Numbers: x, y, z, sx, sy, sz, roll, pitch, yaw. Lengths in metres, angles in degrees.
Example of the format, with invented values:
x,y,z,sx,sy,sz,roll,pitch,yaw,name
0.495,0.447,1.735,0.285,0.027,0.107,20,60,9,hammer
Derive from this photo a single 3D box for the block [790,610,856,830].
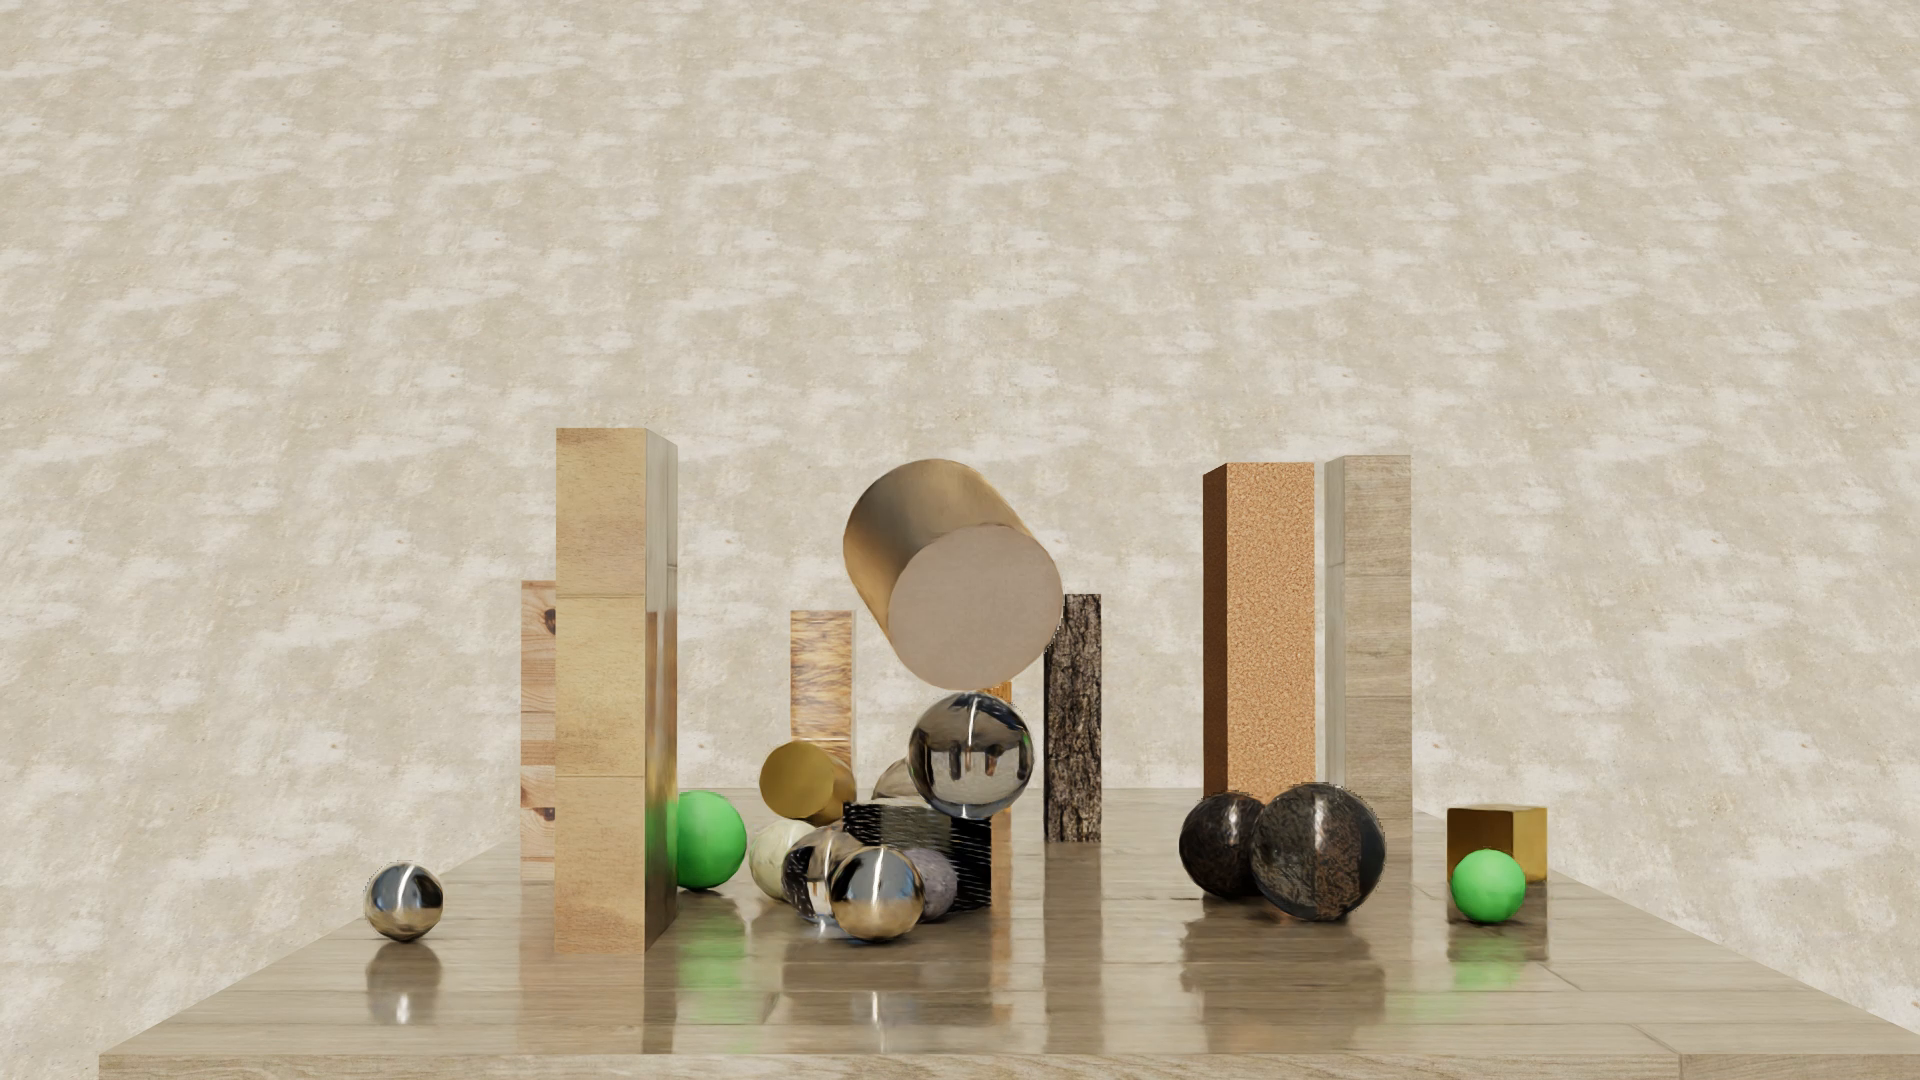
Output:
x,y,z,sx,sy,sz,roll,pitch,yaw,name
-0.290,0.384,5.559,0.128,0.468,0.267,0,-1,0,block

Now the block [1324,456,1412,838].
x,y,z,sx,sy,sz,roll,pitch,yaw,name
0.861,0.223,5.492,0.137,0.788,0.299,0,-1,0,block

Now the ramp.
x,y,z,sx,sy,sz,roll,pitch,yaw,name
0.075,0.650,4.785,2.000,0.100,4.000,0,-1,0,ramp

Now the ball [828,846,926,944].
x,y,z,sx,sy,sz,roll,pitch,yaw,name
-0.118,0.505,3.699,0.138,0.138,0.138,0,34,0,ball

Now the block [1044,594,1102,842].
x,y,z,sx,sy,sz,roll,pitch,yaw,name
0.233,0.364,5.411,0.107,0.502,0.322,0,-1,0,block

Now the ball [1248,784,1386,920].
x,y,z,sx,sy,sz,roll,pitch,yaw,name
0.544,0.477,3.964,0.207,0.207,0.207,0,34,0,ball

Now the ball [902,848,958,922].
x,y,z,sx,sy,sz,roll,pitch,yaw,name
-0.060,0.524,3.940,0.112,0.112,0.112,0,34,0,ball

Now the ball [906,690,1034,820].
x,y,z,sx,sy,sz,roll,pitch,yaw,name
0.016,0.326,3.938,0.195,0.195,0.195,0,34,0,ball

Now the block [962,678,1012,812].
x,y,z,sx,sy,sz,roll,pitch,yaw,name
0.063,0.408,6.135,0.113,0.448,0.250,0,-1,0,block

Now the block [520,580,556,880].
x,y,z,sx,sy,sz,roll,pitch,yaw,name
-0.694,0.337,4.728,0.147,0.523,0.378,0,-1,0,block

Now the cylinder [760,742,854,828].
x,y,z,sx,sy,sz,roll,pitch,yaw,name
-0.307,0.494,5.234,0.155,0.155,0.155,-3,77,13,cylinder

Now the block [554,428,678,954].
x,y,z,sx,sy,sz,roll,pitch,yaw,name
-0.498,0.213,3.798,0.124,0.727,0.410,0,-1,0,block

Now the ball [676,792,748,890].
x,y,z,sx,sy,sz,roll,pitch,yaw,name
-0.442,0.509,4.382,0.164,0.164,0.164,0,34,0,ball

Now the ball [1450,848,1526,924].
x,y,z,sx,sy,sz,roll,pitch,yaw,name
0.798,0.523,3.921,0.112,0.112,0.112,0,34,0,ball

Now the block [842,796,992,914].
x,y,z,sx,sy,sz,roll,pitch,yaw,name
-0.068,0.500,4.118,0.168,0.168,0.168,-1,-2,36,block

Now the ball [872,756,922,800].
x,y,z,sx,sy,sz,roll,pitch,yaw,name
-0.073,0.507,4.970,0.194,0.194,0.194,0,34,0,ball

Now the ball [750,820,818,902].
x,y,z,sx,sy,sz,roll,pitch,yaw,name
-0.275,0.519,4.207,0.133,0.133,0.133,0,34,0,ball

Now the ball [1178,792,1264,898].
x,y,z,sx,sy,sz,roll,pitch,yaw,name
0.439,0.494,4.196,0.169,0.169,0.169,0,34,0,ball

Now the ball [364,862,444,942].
x,y,z,sx,sy,sz,roll,pitch,yaw,name
-0.797,0.519,3.724,0.111,0.111,0.111,0,34,0,ball

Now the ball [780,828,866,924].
x,y,z,sx,sy,sz,roll,pitch,yaw,name
-0.199,0.507,3.913,0.144,0.144,0.144,0,34,0,ball

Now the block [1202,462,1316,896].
x,y,z,sx,sy,sz,roll,pitch,yaw,name
0.514,0.235,4.501,0.145,0.716,0.428,0,-1,0,block

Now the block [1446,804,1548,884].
x,y,z,sx,sy,sz,roll,pitch,yaw,name
0.934,0.529,4.515,0.128,0.128,0.128,-1,-2,39,block

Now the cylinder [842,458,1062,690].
x,y,z,sx,sy,sz,roll,pitch,yaw,name
-0.011,0.037,2.891,0.198,0.198,0.198,-9,25,-14,cylinder
